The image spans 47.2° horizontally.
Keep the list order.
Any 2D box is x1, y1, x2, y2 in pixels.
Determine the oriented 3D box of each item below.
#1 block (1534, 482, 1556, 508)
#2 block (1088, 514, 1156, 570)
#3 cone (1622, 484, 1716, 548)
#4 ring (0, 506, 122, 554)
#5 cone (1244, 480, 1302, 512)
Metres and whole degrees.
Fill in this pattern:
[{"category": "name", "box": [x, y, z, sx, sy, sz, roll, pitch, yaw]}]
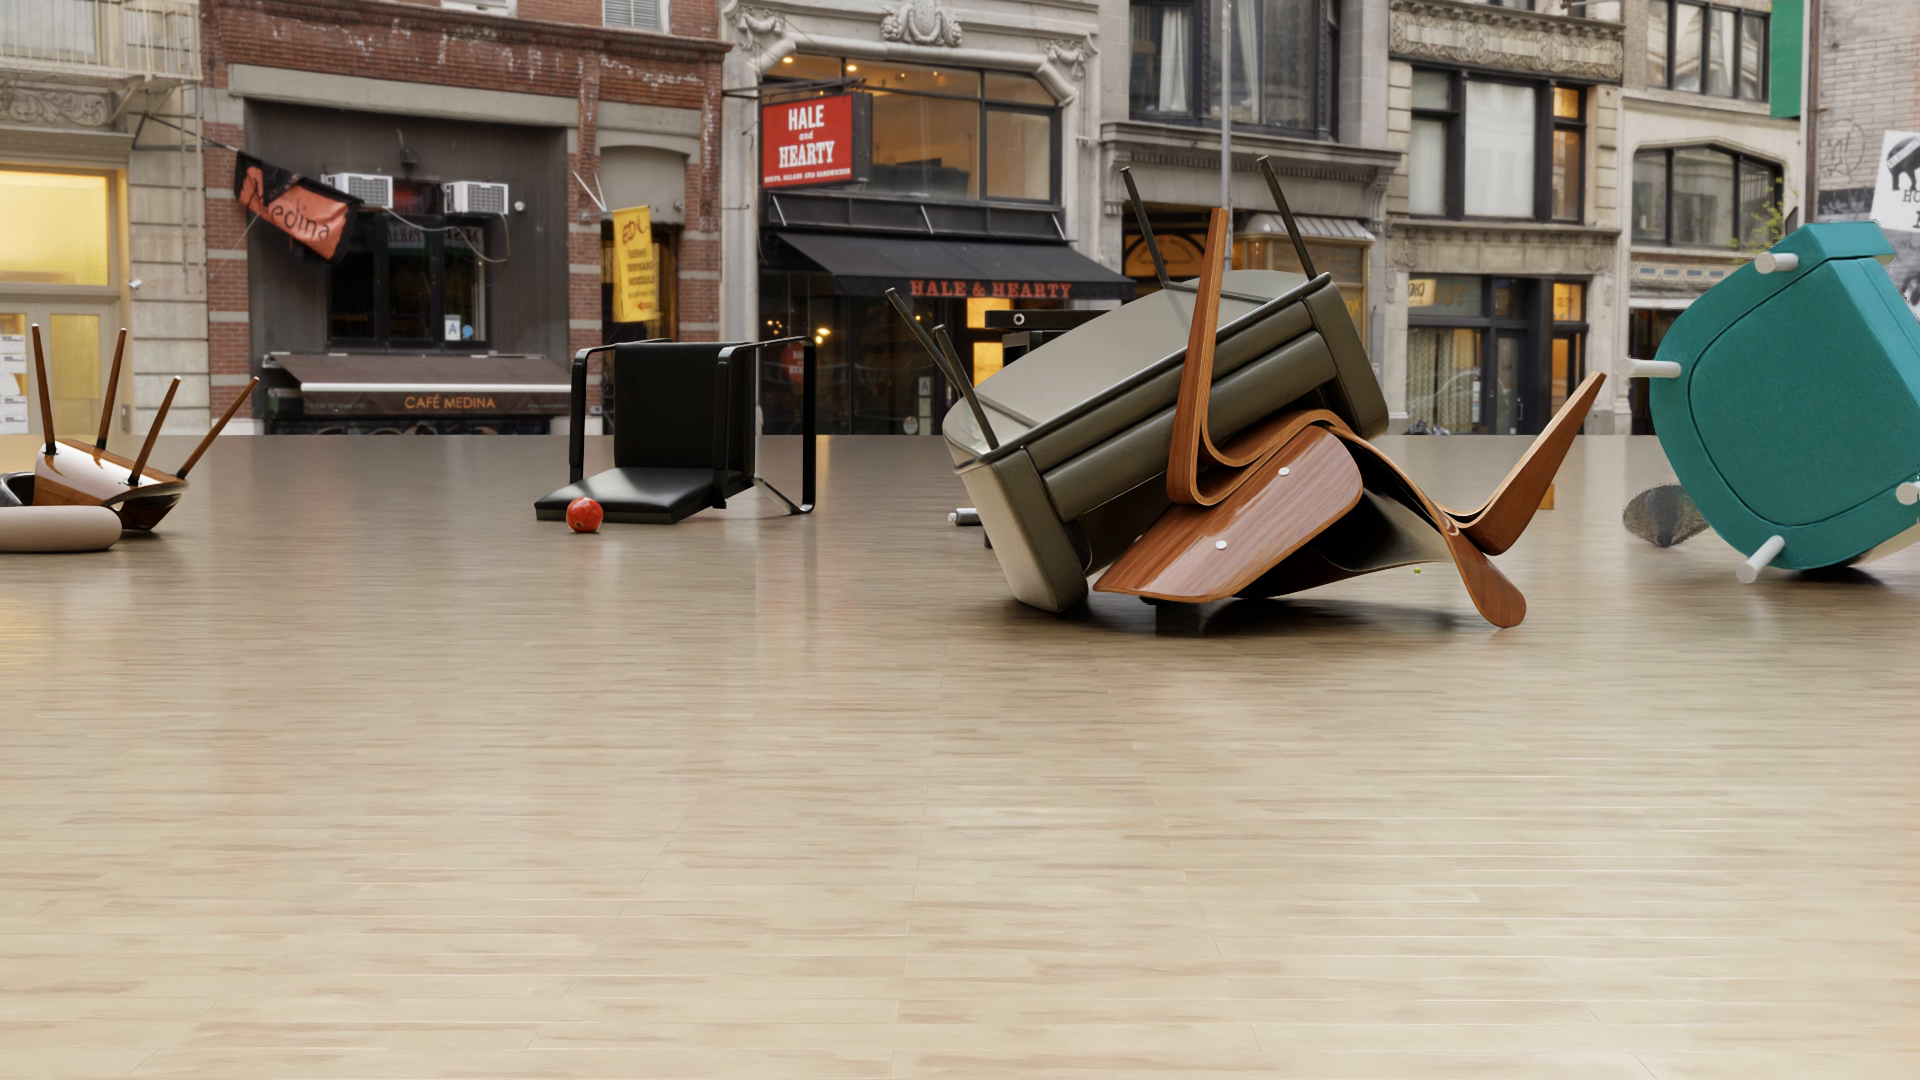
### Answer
[{"category": "block", "box": [2.221, -0.170, 8.343, 0.069, 0.094, 0.111, 1, 4, 20]}, {"category": "block", "box": [0.409, 0.003, 5.554, 0.167, 0.130, 0.159, 0, 4, 4]}, {"category": "cone", "box": [2.014, -0.025, 6.262, 0.262, 0.197, 0.172, -16, 27, 31]}, {"category": "ring", "box": [-2.542, -0.031, 6.122, 0.419, 0.122, 0.314, 0, 3, 11]}, {"category": "cone", "box": [1.120, -0.138, 8.128, 0.176, 0.119, 0.224, -12, -5, -37]}]
